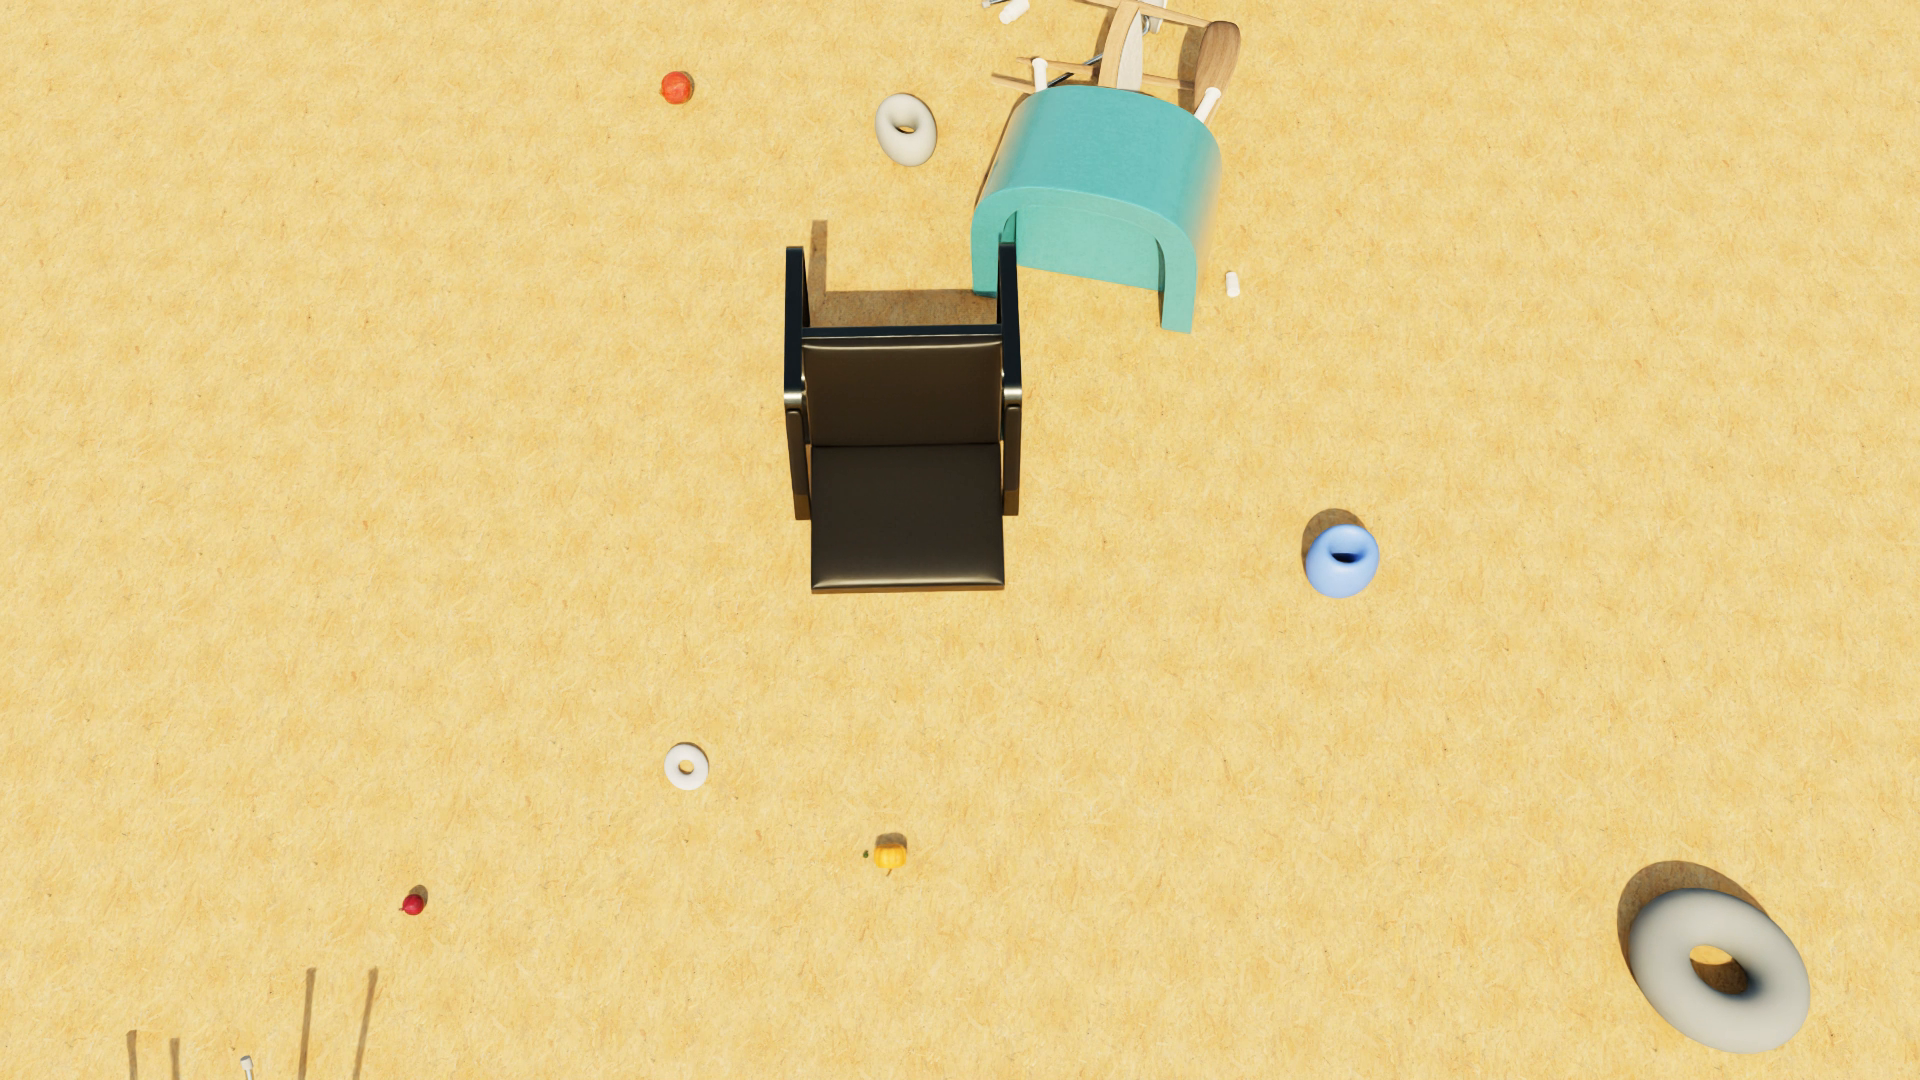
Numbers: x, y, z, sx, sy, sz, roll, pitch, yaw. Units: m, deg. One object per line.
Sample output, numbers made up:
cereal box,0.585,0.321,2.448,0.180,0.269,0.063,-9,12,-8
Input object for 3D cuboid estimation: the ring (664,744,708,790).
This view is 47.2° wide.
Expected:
ring,-0.763,0.634,6.132,0.120,0.028,0.149,-23,59,-14

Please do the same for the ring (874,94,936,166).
ring,-0.183,-1.384,7.426,0.201,0.130,0.281,-18,59,-9

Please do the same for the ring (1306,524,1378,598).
ring,1.120,0.062,6.438,0.221,0.161,0.198,-28,62,-20

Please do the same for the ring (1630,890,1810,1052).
ring,1.976,1.119,5.727,0.484,0.165,0.405,39,65,22
